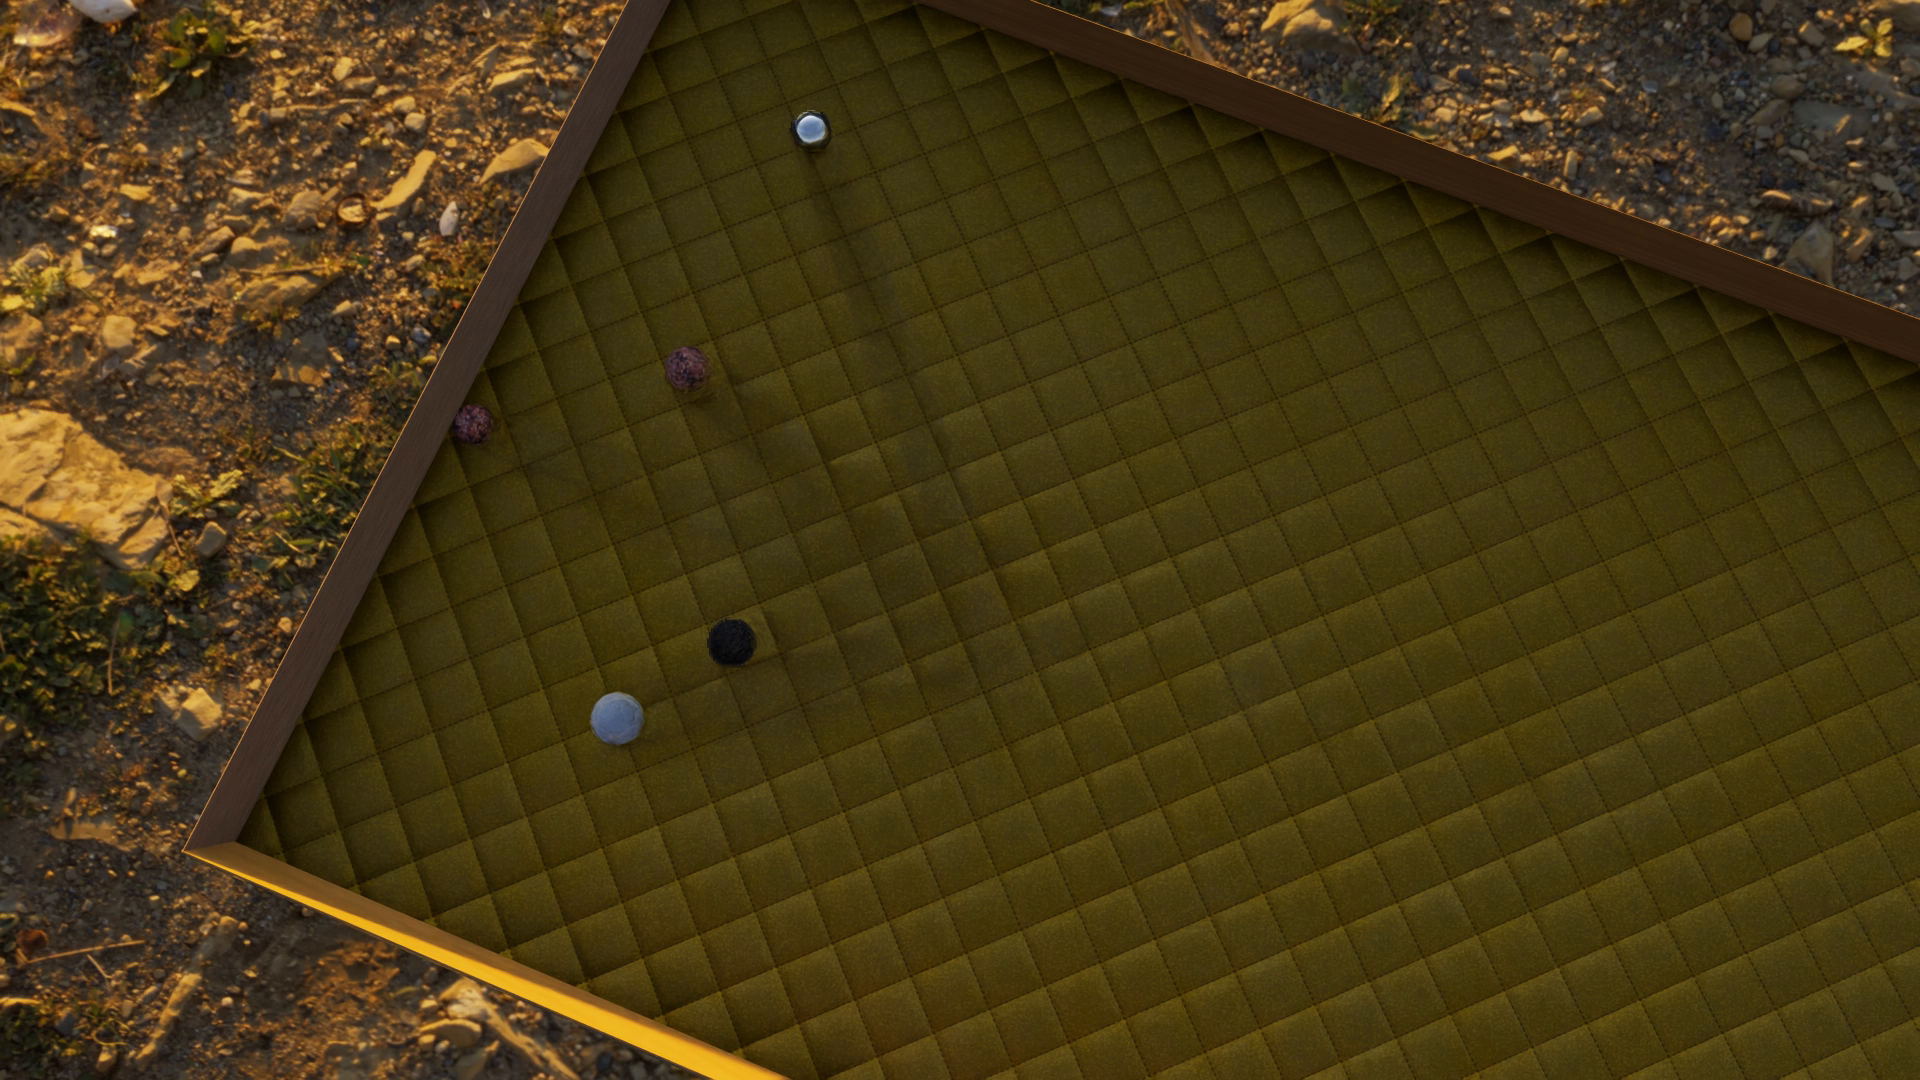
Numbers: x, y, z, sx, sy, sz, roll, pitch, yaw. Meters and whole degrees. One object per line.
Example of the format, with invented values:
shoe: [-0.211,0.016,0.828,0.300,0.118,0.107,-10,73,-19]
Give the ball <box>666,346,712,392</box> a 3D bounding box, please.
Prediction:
ball: [-0.430,-0.271,3.487,0.071,0.071,0.071,0,72,0]

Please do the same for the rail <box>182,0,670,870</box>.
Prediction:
rail: [-0.767,-0.305,3.481,0.045,0.102,1.778,21,73,7]

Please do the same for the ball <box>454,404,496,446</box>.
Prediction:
ball: [-0.765,-0.181,3.462,0.064,0.064,0.064,0,72,0]

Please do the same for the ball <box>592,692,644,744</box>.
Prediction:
ball: [-0.515,0.269,3.308,0.079,0.079,0.079,0,72,0]

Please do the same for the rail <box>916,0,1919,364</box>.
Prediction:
rail: [1.119,-0.457,3.530,3.414,0.102,0.045,21,73,7]

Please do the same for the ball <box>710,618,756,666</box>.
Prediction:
ball: [-0.345,0.156,3.348,0.072,0.072,0.072,0,72,0]

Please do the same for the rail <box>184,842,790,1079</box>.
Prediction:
rail: [0.460,1.065,3.036,3.414,0.102,0.045,21,73,7]

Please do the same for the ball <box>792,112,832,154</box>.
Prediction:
ball: [-0.244,-0.670,3.619,0.067,0.067,0.067,0,72,0]
